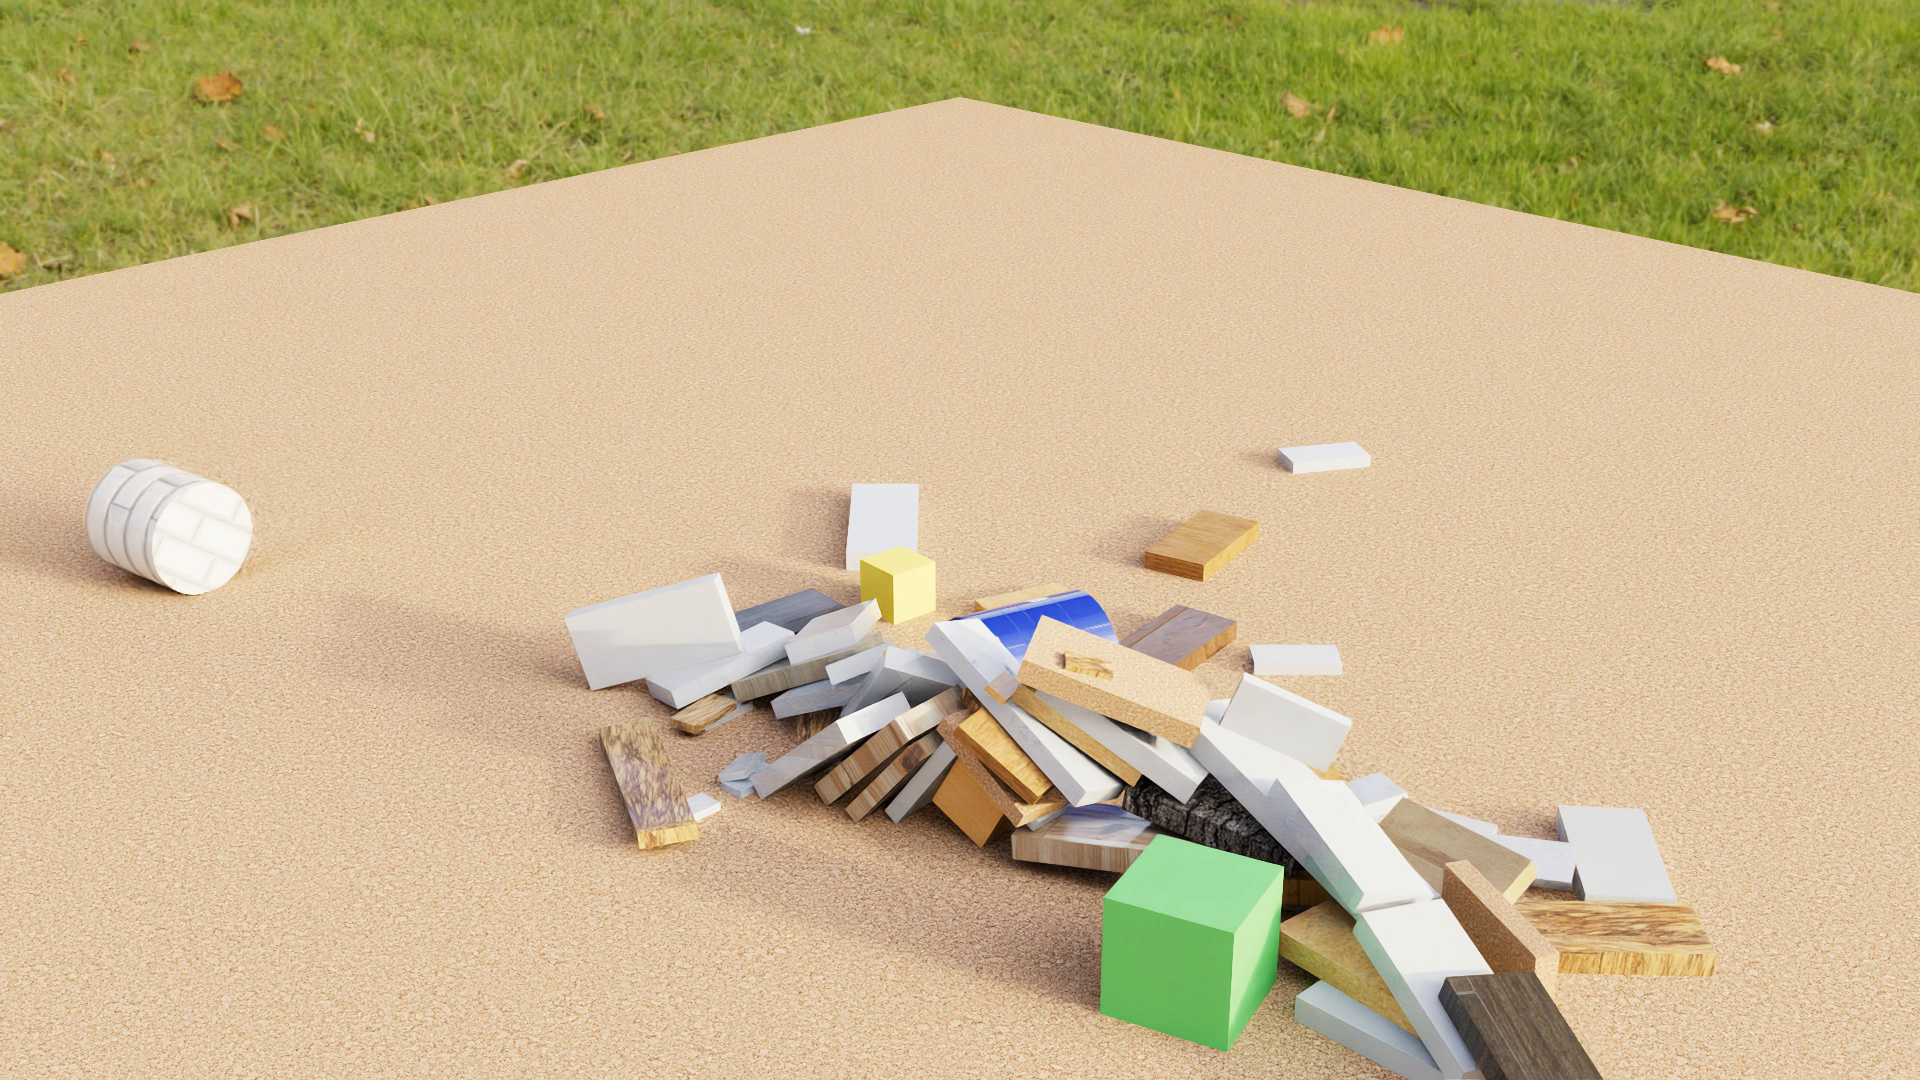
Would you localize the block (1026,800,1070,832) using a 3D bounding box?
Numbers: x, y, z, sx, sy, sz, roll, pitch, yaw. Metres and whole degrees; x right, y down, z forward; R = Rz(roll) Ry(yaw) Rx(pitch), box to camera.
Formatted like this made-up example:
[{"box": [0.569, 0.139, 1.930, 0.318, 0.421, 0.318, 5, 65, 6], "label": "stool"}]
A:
[{"box": [0.110, 0.469, 4.279, 0.201, 0.028, 0.100, 45, 40, 19], "label": "block"}]

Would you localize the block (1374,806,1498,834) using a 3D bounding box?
[{"box": [0.940, 0.576, 4.363, 0.221, 0.031, 0.111, 13, 26, 27], "label": "block"}]

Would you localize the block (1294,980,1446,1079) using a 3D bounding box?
[{"box": [0.757, 0.832, 3.739, 0.169, 0.048, 0.338, -21, 31, -40], "label": "block"}]

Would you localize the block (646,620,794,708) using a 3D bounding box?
[{"box": [-0.532, 0.278, 4.925, 0.313, 0.044, 0.157, -26, 19, -24], "label": "block"}]

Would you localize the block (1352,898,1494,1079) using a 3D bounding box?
[{"box": [0.816, 0.754, 3.677, 0.169, 0.048, 0.338, -5, 42, -24], "label": "block"}]

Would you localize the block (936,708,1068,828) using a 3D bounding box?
[{"box": [0.082, 0.431, 4.251, 0.128, 0.036, 0.256, -16, 56, -43], "label": "block"}]

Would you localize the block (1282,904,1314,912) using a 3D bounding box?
[{"box": [0.599, 0.665, 4.159, 0.153, 0.022, 0.076, 9, 21, 20], "label": "block"}]

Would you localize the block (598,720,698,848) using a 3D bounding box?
[{"box": [-0.646, 0.495, 4.521, 0.117, 0.033, 0.503, -8, 22, -16], "label": "block"}]

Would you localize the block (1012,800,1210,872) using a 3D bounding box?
[{"box": [0.300, 0.572, 4.221, 0.359, 0.051, 0.180, 3, 19, 26], "label": "block"}]

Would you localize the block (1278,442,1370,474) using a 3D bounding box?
[{"box": [1.038, -0.235, 6.273, 0.234, 0.033, 0.117, -6, 24, -13], "label": "block"}]

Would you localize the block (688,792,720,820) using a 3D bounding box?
[{"box": [-0.549, 0.549, 4.446, 0.119, 0.017, 0.059, -21, 31, -40], "label": "block"}]

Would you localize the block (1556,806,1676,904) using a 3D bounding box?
[{"box": [1.261, 0.619, 4.242, 0.166, 0.047, 0.332, 2, 23, 5], "label": "block"}]

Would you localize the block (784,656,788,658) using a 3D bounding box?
[{"box": [-0.285, 0.269, 5.020, 0.282, 0.040, 0.141, 14, 16, 38], "label": "block"}]

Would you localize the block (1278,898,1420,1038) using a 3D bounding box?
[{"box": [0.728, 0.739, 3.835, 0.169, 0.048, 0.338, -17, 29, -35], "label": "block"}]

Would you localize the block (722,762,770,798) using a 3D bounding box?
[{"box": [-0.432, 0.498, 4.567, 0.059, 0.017, 0.119, 19, 29, 37], "label": "block"}]

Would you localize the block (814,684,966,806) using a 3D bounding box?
[{"box": [-0.138, 0.414, 4.409, 0.177, 0.355, 0.050, -26, 79, -41], "label": "block"}]

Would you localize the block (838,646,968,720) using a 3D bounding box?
[{"box": [-0.124, 0.342, 4.490, 0.177, 0.355, 0.050, 17, 54, -13], "label": "block"}]

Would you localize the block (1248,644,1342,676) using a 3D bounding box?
[{"box": [0.773, 0.276, 5.073, 0.201, 0.028, 0.100, 0, 23, 0], "label": "block"}]

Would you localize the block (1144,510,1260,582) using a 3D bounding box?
[{"box": [0.626, 0.012, 5.672, 0.165, 0.047, 0.330, 14, 27, 29], "label": "block"}]

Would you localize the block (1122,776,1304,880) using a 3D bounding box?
[{"box": [0.508, 0.524, 4.161, 0.359, 0.051, 0.180, 20, 23, 29], "label": "block"}]

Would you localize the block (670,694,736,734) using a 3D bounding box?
[{"box": [-0.559, 0.378, 4.793, 0.071, 0.020, 0.141, 14, 27, 30], "label": "block"}]

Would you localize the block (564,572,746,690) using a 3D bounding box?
[{"box": [-0.682, 0.205, 4.916, 0.360, 0.180, 0.051, -14, 18, 11], "label": "block"}]

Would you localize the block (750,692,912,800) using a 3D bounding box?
[{"box": [-0.261, 0.416, 4.435, 0.177, 0.050, 0.355, -22, -10, -41], "label": "block"}]

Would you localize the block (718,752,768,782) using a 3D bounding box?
[{"box": [-0.452, 0.472, 4.585, 0.059, 0.017, 0.119, -10, 11, 20], "label": "block"}]

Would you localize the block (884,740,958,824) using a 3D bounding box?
[{"box": [-0.041, 0.460, 4.384, 0.036, 0.257, 0.128, 48, 41, 12], "label": "block"}]

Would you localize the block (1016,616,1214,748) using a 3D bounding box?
[{"box": [0.295, 0.267, 4.166, 0.352, 0.050, 0.176, 21, 30, 4], "label": "block"}]

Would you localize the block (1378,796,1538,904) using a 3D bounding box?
[{"box": [0.913, 0.613, 4.156, 0.158, 0.045, 0.316, -44, 38, -18], "label": "block"}]

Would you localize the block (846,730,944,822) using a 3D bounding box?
[{"box": [-0.116, 0.464, 4.384, 0.036, 0.256, 0.128, 51, 42, 10], "label": "block"}]

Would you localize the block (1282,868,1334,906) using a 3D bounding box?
[{"box": [0.554, 0.619, 4.167, 0.359, 0.051, 0.180, 2, 18, 21], "label": "block"}]

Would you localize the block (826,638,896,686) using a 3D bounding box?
[{"box": [-0.202, 0.251, 4.576, 0.144, 0.041, 0.288, -21, 0, -2], "label": "block"}]
